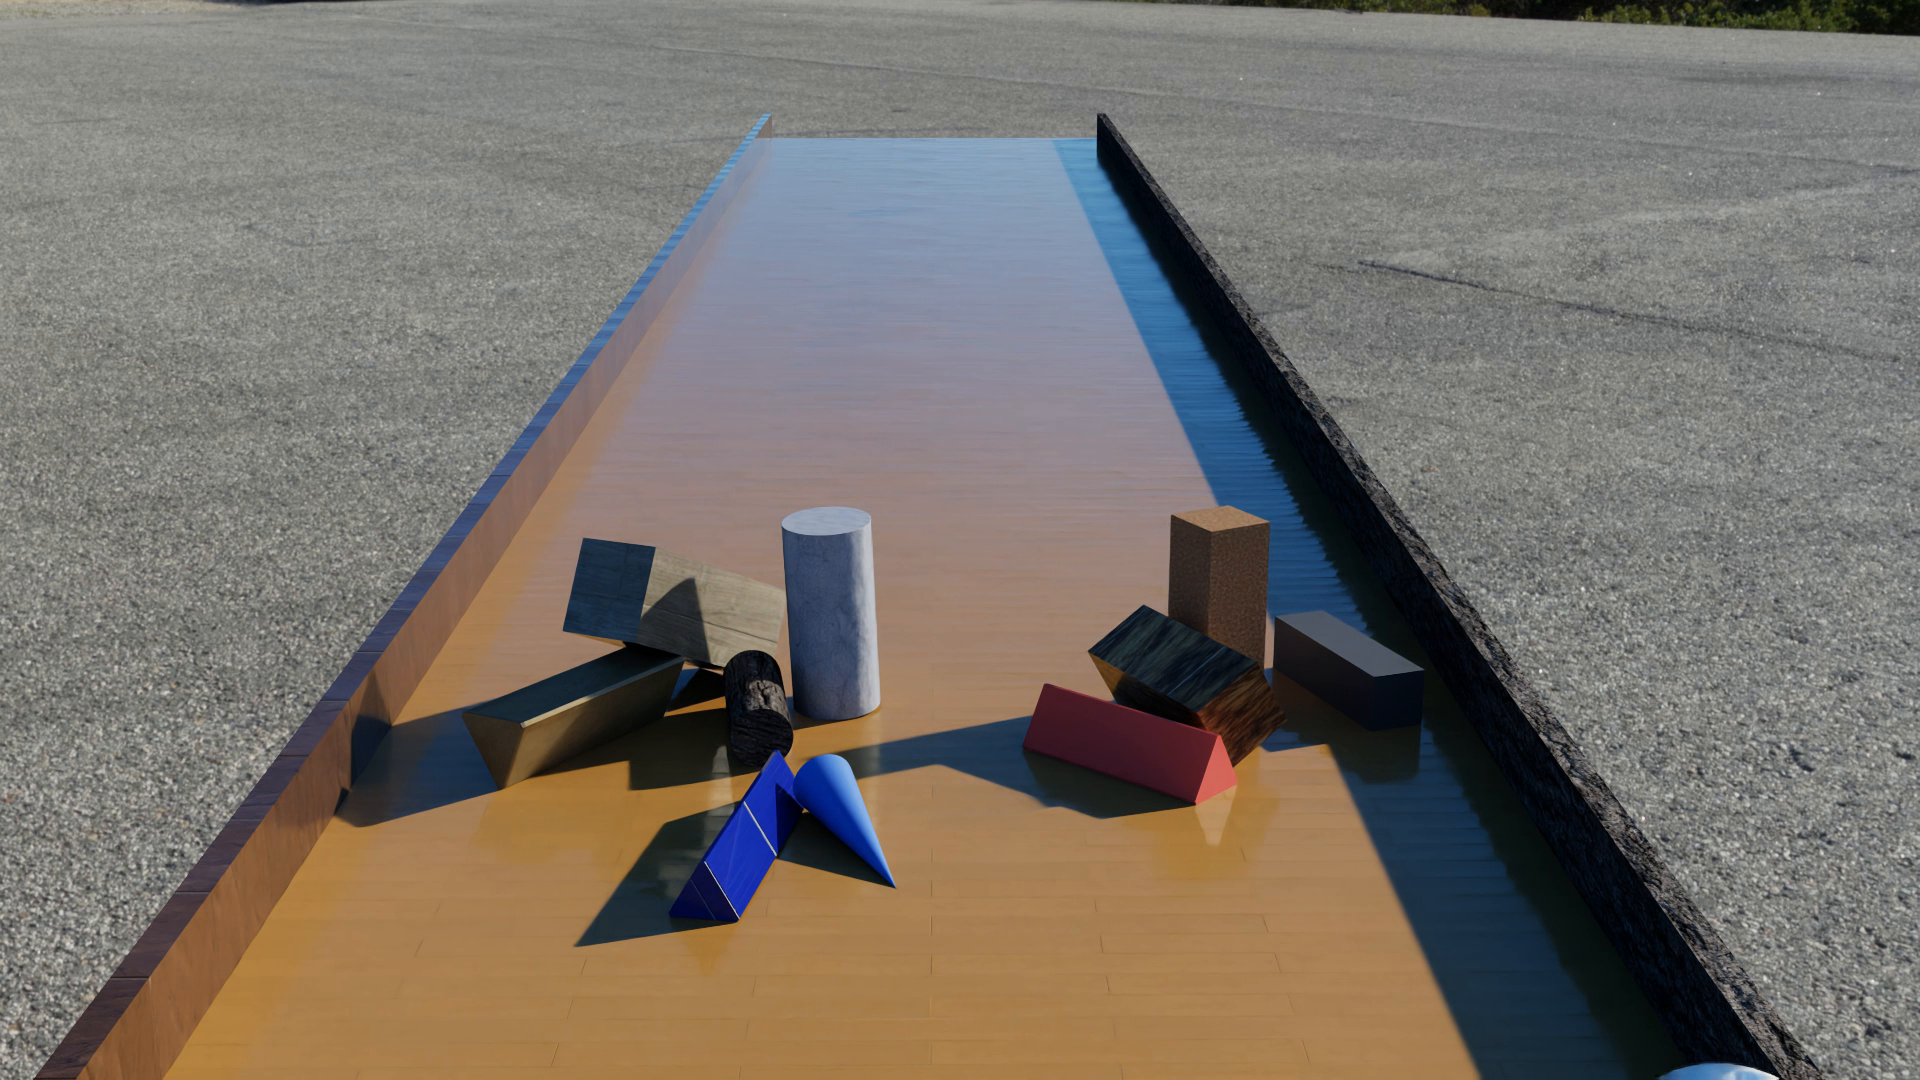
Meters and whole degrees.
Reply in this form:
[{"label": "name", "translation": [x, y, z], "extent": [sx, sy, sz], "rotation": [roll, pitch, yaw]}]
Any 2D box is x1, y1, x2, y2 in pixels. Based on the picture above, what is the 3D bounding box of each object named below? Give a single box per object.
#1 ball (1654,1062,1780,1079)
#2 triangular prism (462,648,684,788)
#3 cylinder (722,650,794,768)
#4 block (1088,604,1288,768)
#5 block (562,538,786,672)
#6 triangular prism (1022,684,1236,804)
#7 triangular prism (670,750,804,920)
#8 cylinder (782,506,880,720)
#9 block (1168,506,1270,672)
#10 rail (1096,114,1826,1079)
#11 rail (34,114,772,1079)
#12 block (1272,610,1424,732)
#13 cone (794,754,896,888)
[{"label": "ball", "translation": [0.830, 0.705, 2.382], "extent": [0.270, 0.270, 0.270], "rotation": [0, 17, 0]}, {"label": "triangular prism", "translation": [-0.666, 0.290, 3.914], "extent": [0.127, 0.147, 0.413], "rotation": [-31, -5, 37]}, {"label": "cylinder", "translation": [-0.371, 0.304, 4.011], "extent": [0.111, 0.111, 0.312], "rotation": [-2, 17, -8]}, {"label": "block", "translation": [0.409, 0.263, 3.999], "extent": [0.142, 0.142, 0.362], "rotation": [-39, 30, -14]}, {"label": "block", "translation": [-0.532, 0.133, 4.163], "extent": [0.176, 0.176, 0.412], "rotation": [7, -9, 33]}, {"label": "triangular prism", "translation": [0.297, 0.346, 3.867], "extent": [0.381, 0.106, 0.123], "rotation": [14, 21, 40]}, {"label": "triangular prism", "translation": [-0.347, 0.460, 3.506], "extent": [0.108, 0.093, 0.451], "rotation": [3, 17, 9]}, {"label": "cylinder", "translation": [-0.240, 0.137, 4.112], "extent": [0.166, 0.365, 0.166], "rotation": [-2, 19, 1]}, {"label": "block", "translation": [0.487, 0.129, 4.168], "extent": [0.133, 0.355, 0.133], "rotation": [-9, 19, -28]}, {"label": "rail", "translation": [0.932, -0.844, 7.801], "extent": [0.050, 0.150, 12.000], "rotation": [0, 17, -1]}, {"label": "rail", "translation": [-1.118, -0.838, 7.780], "extent": [0.050, 0.150, 12.000], "rotation": [0, 17, -1]}, {"label": "block", "translation": [0.739, 0.246, 4.211], "extent": [0.107, 0.107, 0.373], "rotation": [-6, 18, -20]}, {"label": "cone", "translation": [-0.164, 0.473, 3.544], "extent": [0.106, 0.106, 0.333], "rotation": [-7, 27, -23]}]
